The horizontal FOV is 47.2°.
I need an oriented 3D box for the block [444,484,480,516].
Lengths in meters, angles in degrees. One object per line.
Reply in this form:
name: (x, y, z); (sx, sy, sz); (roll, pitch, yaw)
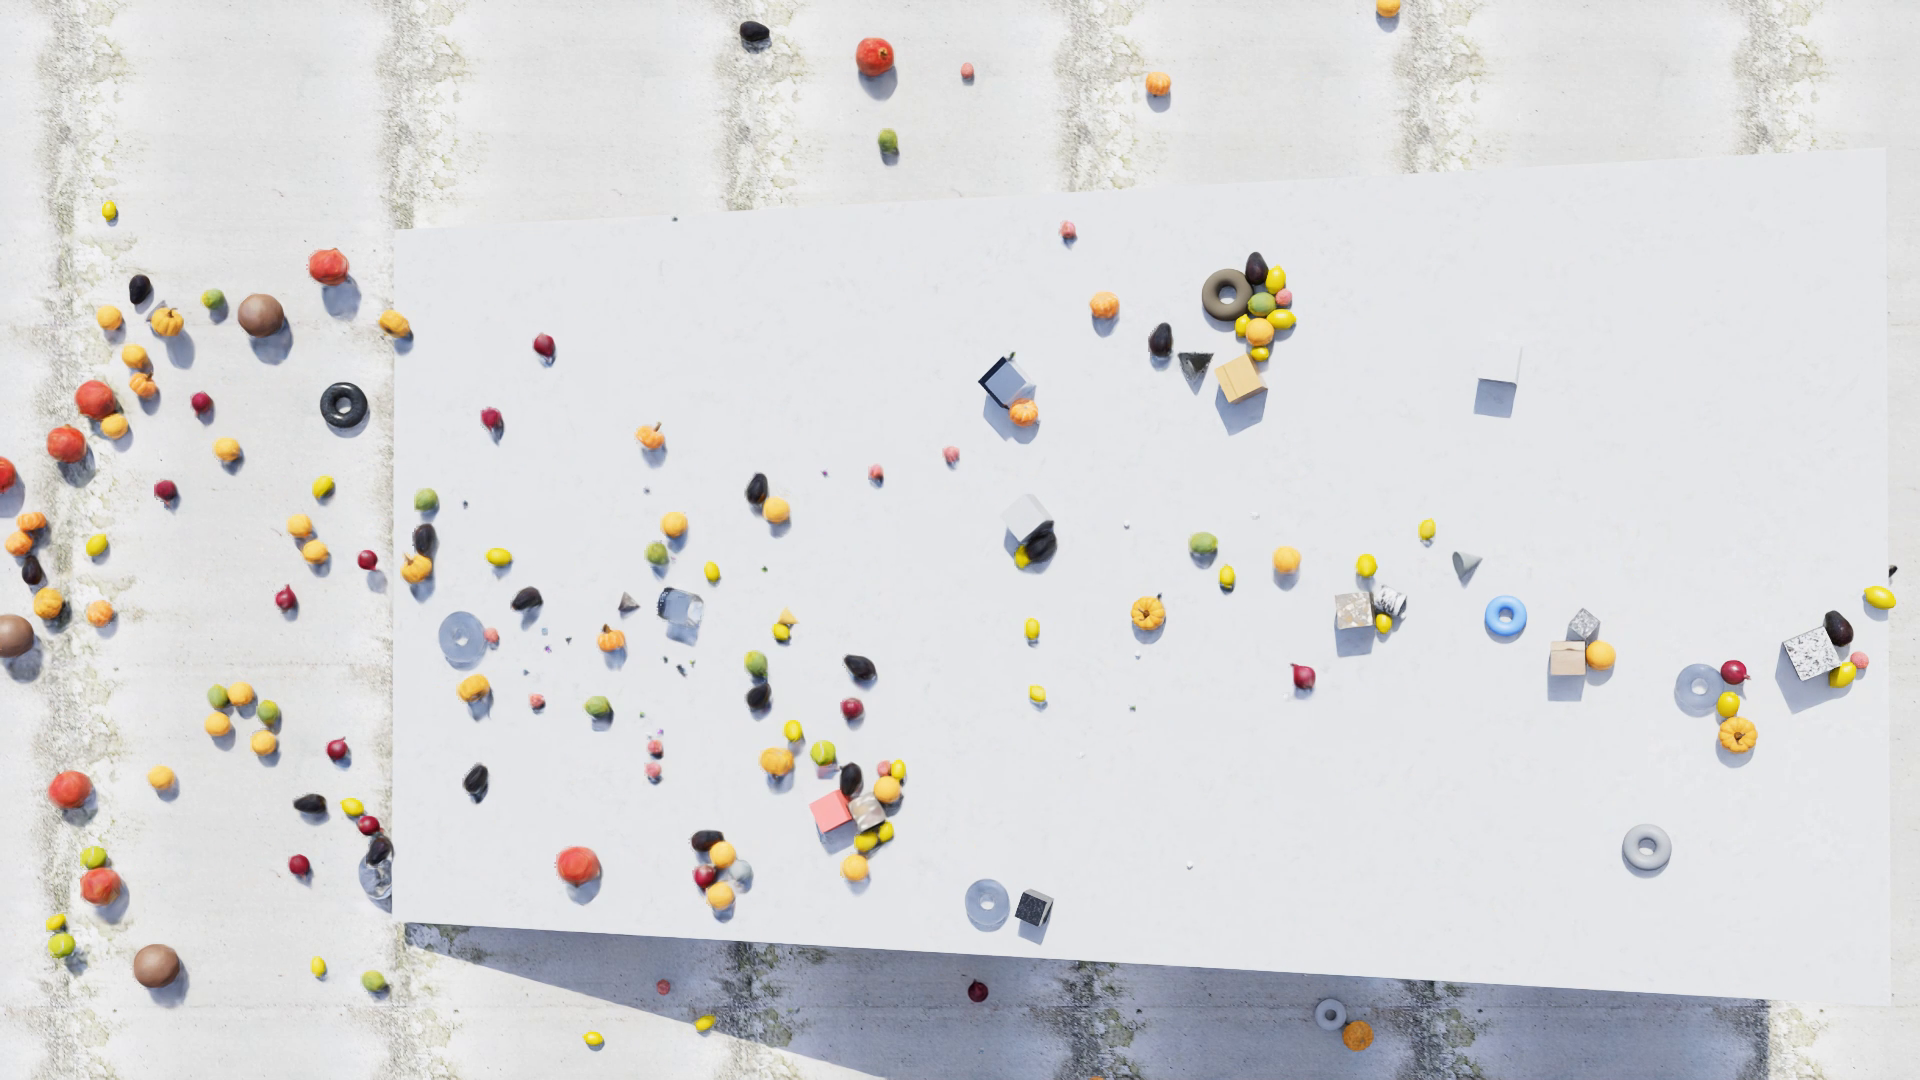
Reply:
block: (-1.417, -0.112, 6.283); (0.090, 0.090, 0.090); (0, 87, 1)

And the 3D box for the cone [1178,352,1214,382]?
cone: (0.615, -0.460, 5.615); (0.083, 0.083, 0.083); (-27, 89, -11)

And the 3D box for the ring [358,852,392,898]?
ring: (-1.695, 0.975, 6.401); (0.143, 0.048, 0.143); (5, 100, 32)

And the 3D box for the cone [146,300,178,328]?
cone: (-2.328, -0.648, 6.451); (0.083, 0.083, 0.083); (42, 89, -26)

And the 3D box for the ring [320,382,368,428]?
ring: (-1.806, -0.395, 6.444); (0.139, 0.046, 0.139); (0, 88, -1)

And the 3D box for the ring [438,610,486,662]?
ring: (-1.419, 0.275, 6.265); (0.147, 0.049, 0.147); (0, 91, 18)

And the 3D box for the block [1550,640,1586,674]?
block: (1.468, 0.283, 5.303); (0.079, 0.079, 0.079); (-1, 89, 18)

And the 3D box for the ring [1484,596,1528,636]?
ring: (1.334, 0.185, 5.373); (0.102, 0.034, 0.102); (0, 90, 17)

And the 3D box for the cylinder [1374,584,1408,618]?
cylinder: (1.066, 0.152, 5.445); (0.062, 0.062, 0.062); (26, 89, 17)

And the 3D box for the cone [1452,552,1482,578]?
cone: (1.256, 0.052, 5.401); (0.067, 0.067, 0.067); (-14, 89, -9)

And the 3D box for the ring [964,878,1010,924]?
ring: (0.071, 0.949, 5.772); (0.123, 0.041, 0.123); (0, 89, 17)

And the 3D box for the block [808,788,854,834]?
block: (-0.338, 0.724, 5.885); (0.085, 0.085, 0.085); (-30, 80, 16)

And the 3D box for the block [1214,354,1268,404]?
block: (0.710, -0.406, 5.554); (0.092, 0.092, 0.092); (-26, 81, 16)

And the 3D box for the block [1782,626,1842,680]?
block: (1.985, 0.264, 5.125); (0.096, 0.096, 0.096); (-25, 82, 16)

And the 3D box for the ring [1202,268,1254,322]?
ring: (0.681, -0.623, 5.592); (0.135, 0.045, 0.135); (0, 90, 17)

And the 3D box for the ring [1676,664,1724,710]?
ring: (1.759, 0.348, 5.229); (0.111, 0.037, 0.111); (0, 90, 18)

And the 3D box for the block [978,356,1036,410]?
block: (0.124, -0.409, 5.744); (0.095, 0.095, 0.095); (-44, 77, 13)

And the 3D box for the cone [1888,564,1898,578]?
cone: (2.677, 0.073, 6.440); (0.091, 0.091, 0.091); (-31, 63, 0)

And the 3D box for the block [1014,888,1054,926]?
block: (0.193, 0.955, 5.716); (0.069, 0.069, 0.069); (21, 96, 17)

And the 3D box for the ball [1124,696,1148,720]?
ball: (0.454, 0.432, 5.671); (0.061, 0.061, 0.061); (0, 89, 0)

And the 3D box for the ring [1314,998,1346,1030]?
ring: (1.083, 1.388, 6.426); (0.094, 0.031, 0.094); (0, 90, 0)

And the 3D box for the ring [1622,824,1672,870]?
ring: (1.644, 0.735, 5.261); (0.114, 0.038, 0.114); (0, 90, 19)

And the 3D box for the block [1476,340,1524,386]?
block: (1.315, -0.431, 5.356); (0.092, 0.092, 0.092); (9, 92, 18)

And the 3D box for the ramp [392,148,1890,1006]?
ramp: (0.276, 0.092, 5.790); (4.000, 0.100, 2.000); (0, 89, 18)

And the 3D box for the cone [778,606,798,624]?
cone: (-0.459, 0.213, 5.964); (0.054, 0.054, 0.054); (25, 89, -10)

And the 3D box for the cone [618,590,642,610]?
cone: (-0.913, 0.177, 6.111); (0.059, 0.059, 0.059); (19, 89, -9)

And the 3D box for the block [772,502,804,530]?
block: (-0.464, -0.066, 5.950); (0.054, 0.054, 0.054); (26, 103, 10)

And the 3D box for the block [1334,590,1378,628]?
block: (0.983, 0.173, 5.460); (0.084, 0.084, 0.084); (-7, 87, 18)

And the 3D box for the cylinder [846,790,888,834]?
cylinder: (-0.246, 0.724, 5.856); (0.084, 0.084, 0.084); (-27, 81, 0)

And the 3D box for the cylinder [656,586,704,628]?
cylinder: (-0.768, 0.183, 6.029); (0.093, 0.093, 0.093); (15, 89, 18)
